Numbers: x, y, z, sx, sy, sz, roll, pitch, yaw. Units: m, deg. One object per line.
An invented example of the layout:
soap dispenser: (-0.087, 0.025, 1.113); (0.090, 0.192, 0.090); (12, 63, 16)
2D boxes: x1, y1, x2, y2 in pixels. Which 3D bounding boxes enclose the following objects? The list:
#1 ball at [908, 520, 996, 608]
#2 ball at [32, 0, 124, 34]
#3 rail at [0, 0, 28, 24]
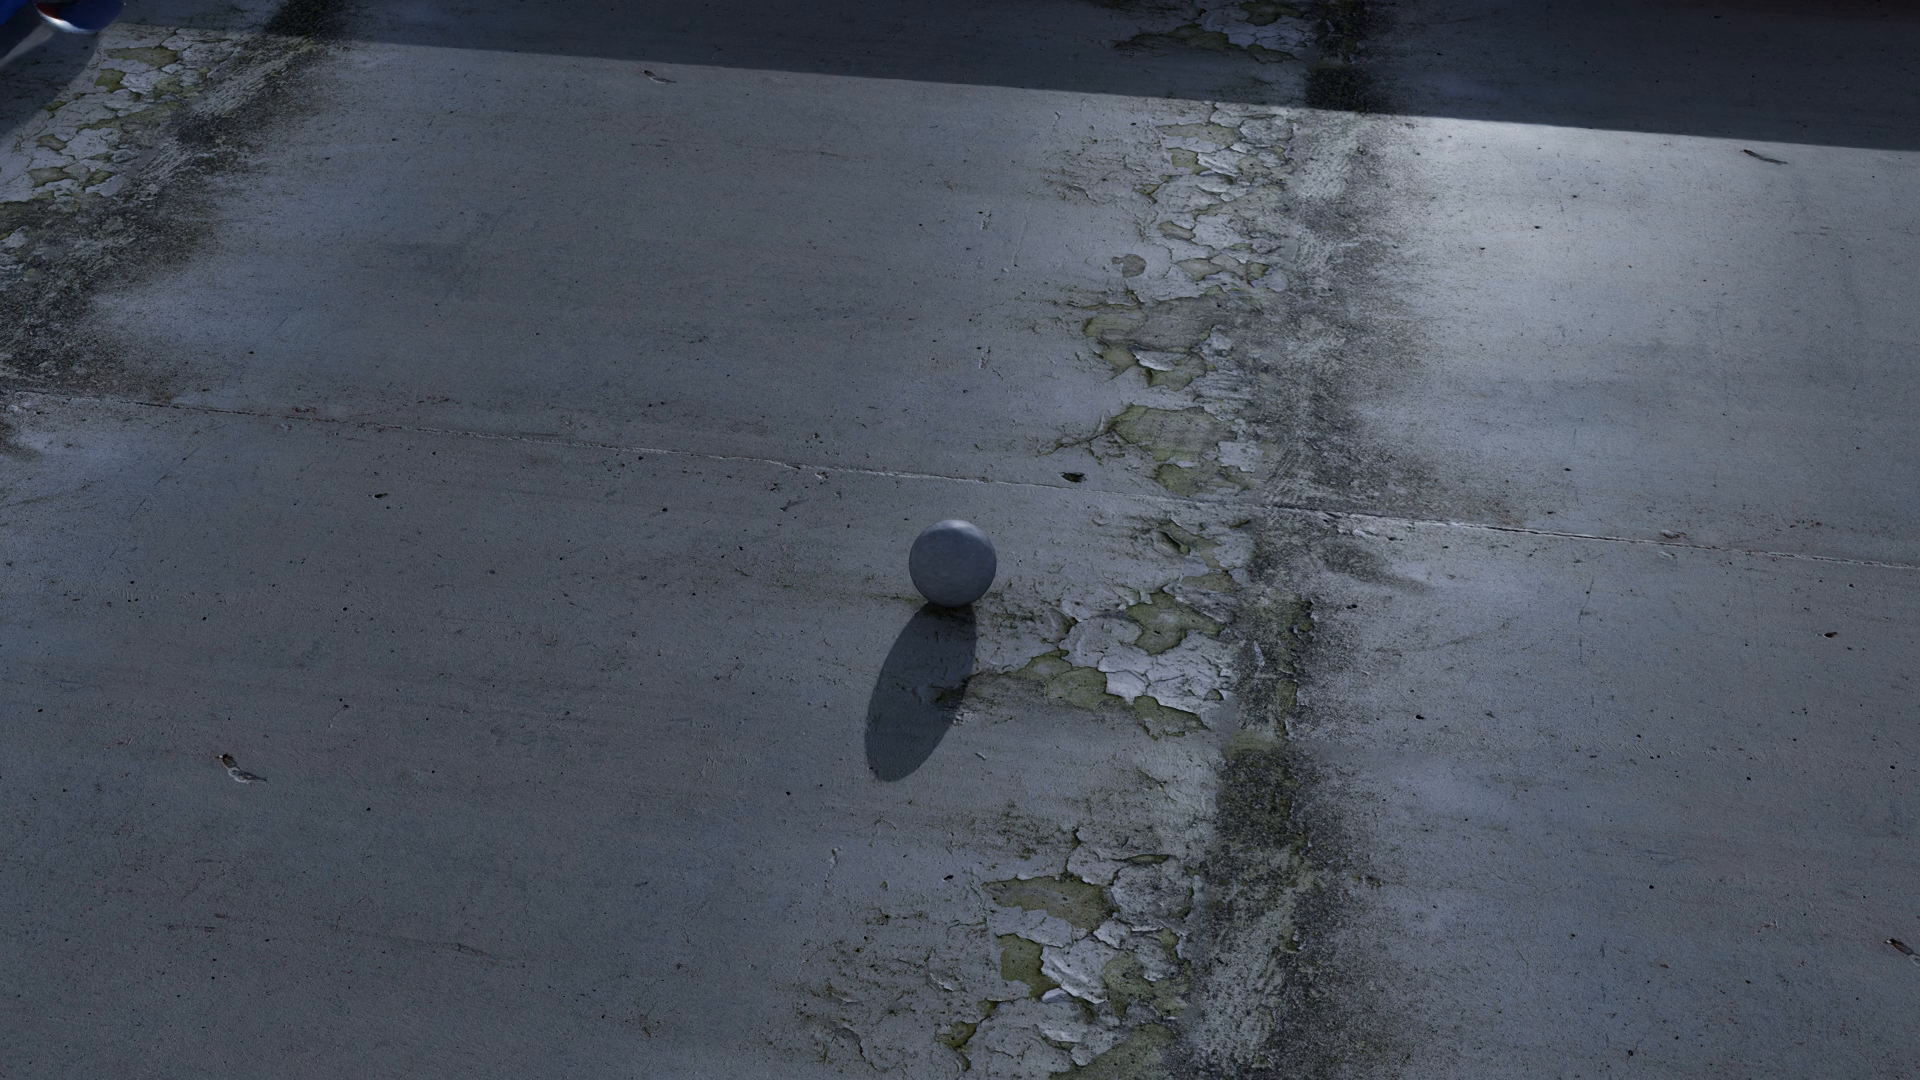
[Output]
ball: (-0.005, 0.016, 1.708); (0.059, 0.059, 0.059); (0, 35, 0)
ball: (-0.841, -0.526, 2.445); (0.086, 0.086, 0.086); (0, 35, 0)
rail: (-1.027, -0.115, 1.844); (0.045, 0.112, 2.277); (5, 36, 8)
